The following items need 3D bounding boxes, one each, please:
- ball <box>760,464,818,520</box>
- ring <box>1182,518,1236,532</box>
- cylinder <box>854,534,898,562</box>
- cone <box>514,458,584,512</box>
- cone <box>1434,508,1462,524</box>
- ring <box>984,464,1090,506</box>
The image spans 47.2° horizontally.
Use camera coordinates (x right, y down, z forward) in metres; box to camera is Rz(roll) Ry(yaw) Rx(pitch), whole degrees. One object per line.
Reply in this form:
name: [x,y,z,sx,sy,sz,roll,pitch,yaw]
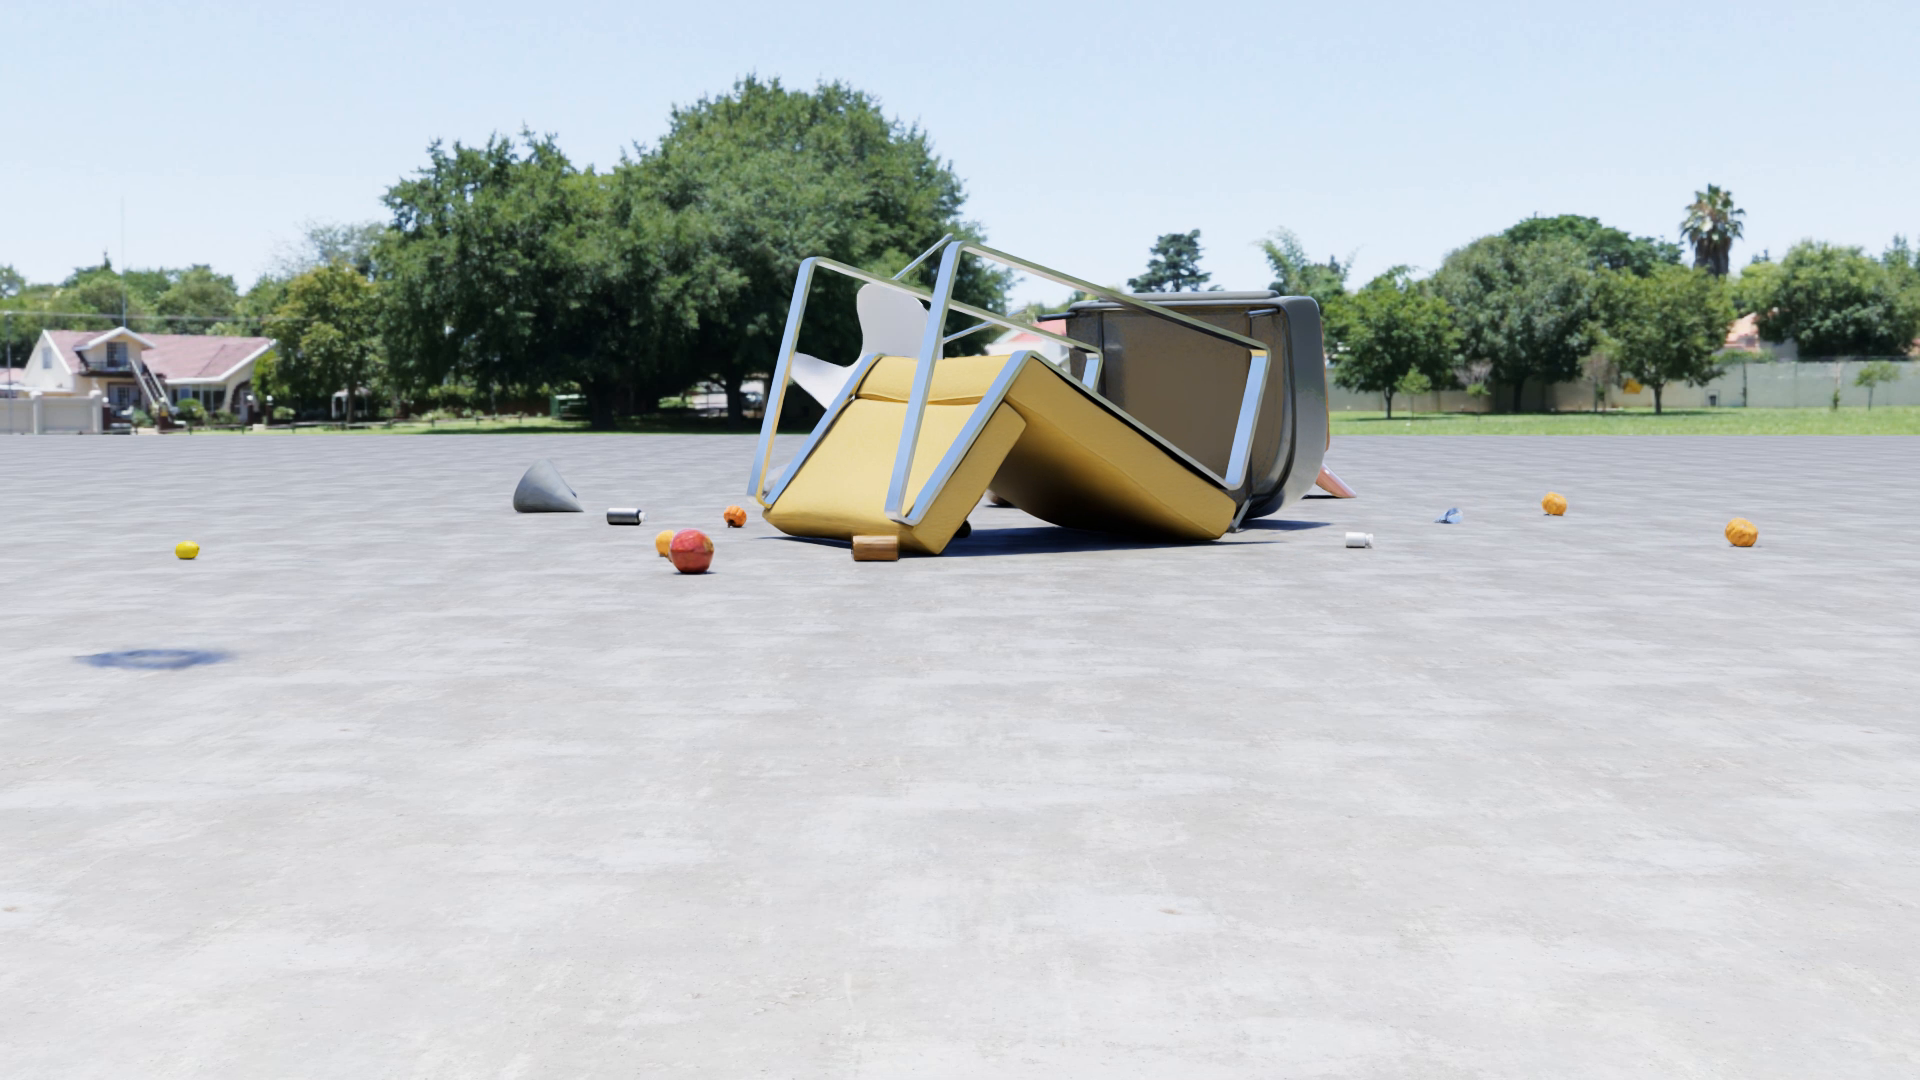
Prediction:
ball: [-0.582,-0.161,7.486,0.193,0.193,0.193,0,4,0]
ring: [0.786,-0.047,6.937,0.165,0.042,0.200,2,5,32]
cylinder: [-0.220,0.021,5.737,0.112,0.068,0.074,0,-25,-2]
cone: [-1.465,-0.151,8.033,0.228,0.213,0.255,27,22,12]
cone: [1.624,-0.071,7.394,0.087,0.050,0.128,-18,-4,39]
ring: [0.292,-0.210,8.412,0.441,0.105,0.373,-12,-10,41]
